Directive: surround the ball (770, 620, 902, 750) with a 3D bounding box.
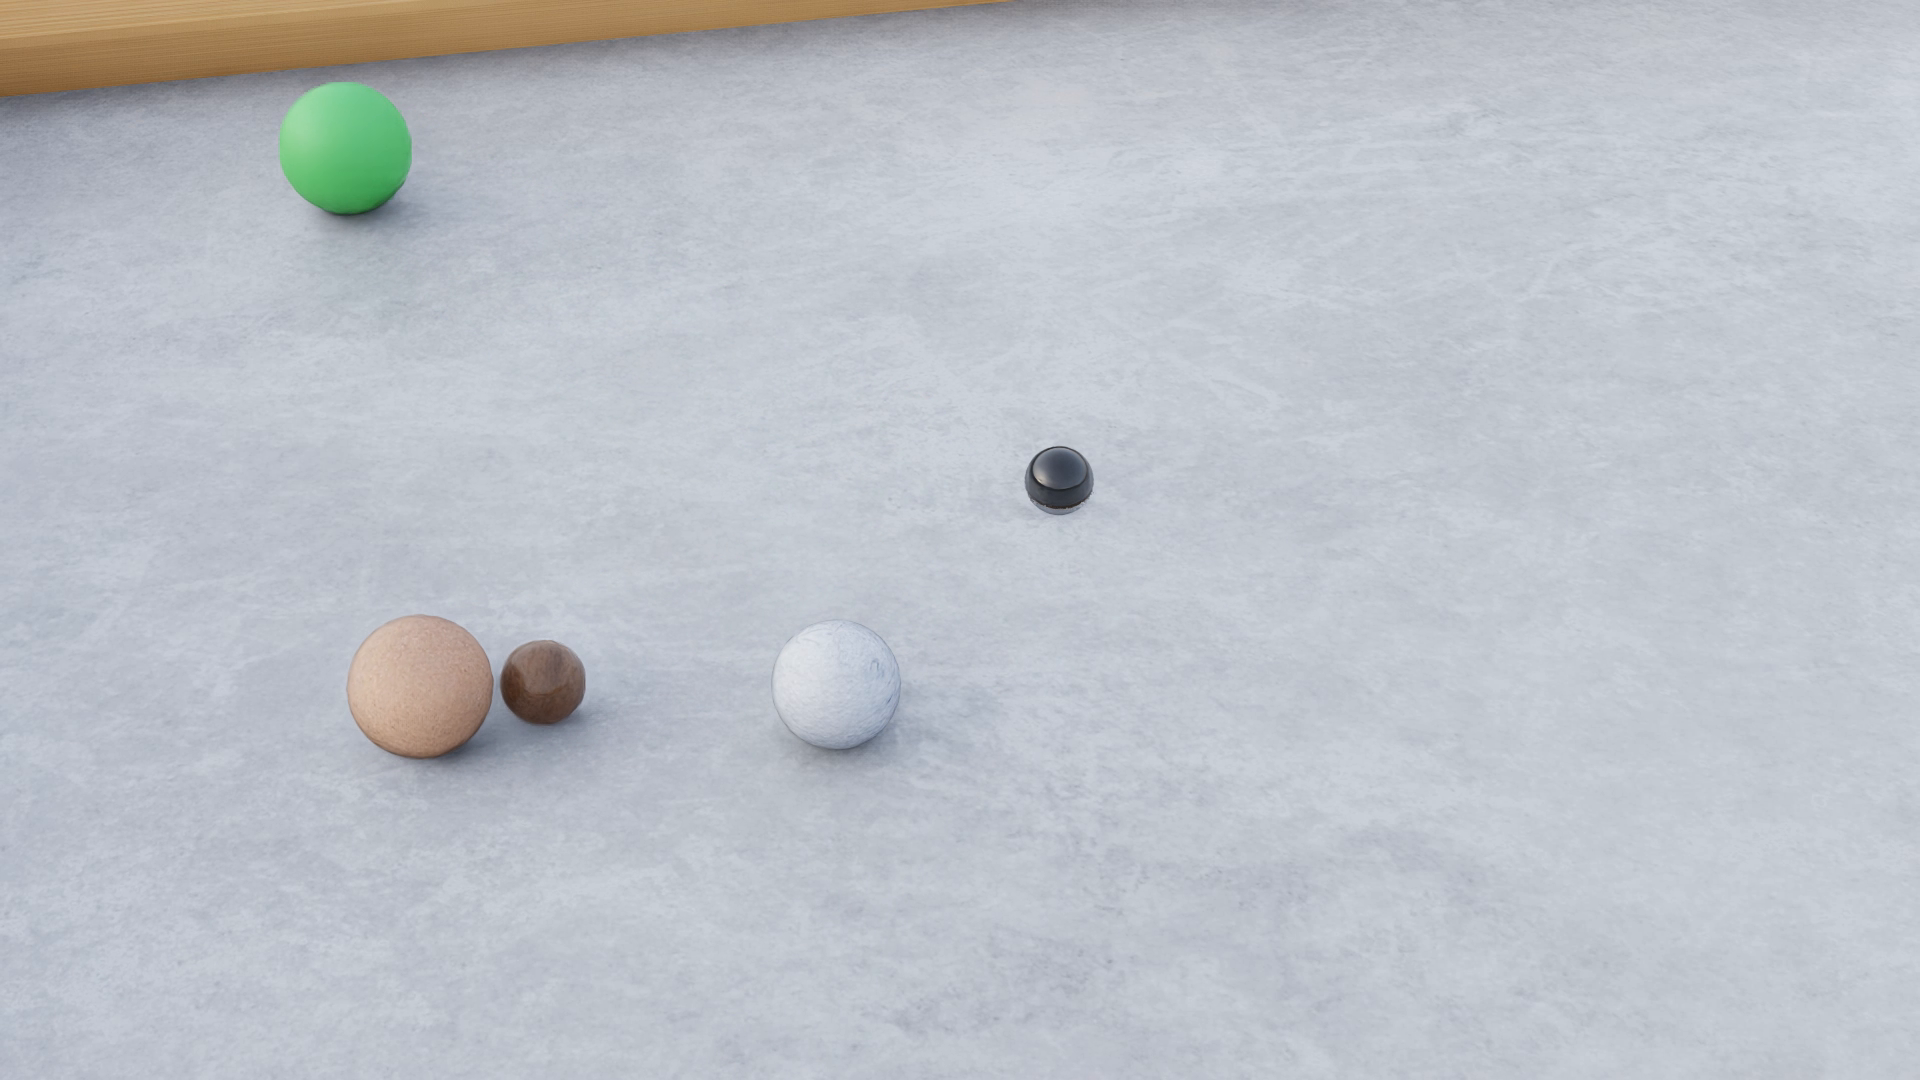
[{"bbox_3d":[-0.070,0.082,1.458,0.074,0.074,0.074,0,36,0],"label":"ball"}]

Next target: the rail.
[{"bbox_3d":[0.548,-0.590,2.335,2.990,0.129,0.045,-8,37,-10],"label":"rail"}]

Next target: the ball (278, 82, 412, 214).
[{"bbox_3d":[-0.469,-0.299,1.961,0.099,0.099,0.099,0,36,0],"label":"ball"}]

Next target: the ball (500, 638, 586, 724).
[{"bbox_3d":[-0.240,0.082,1.479,0.049,0.049,0.049,0,36,0],"label":"ball"}]

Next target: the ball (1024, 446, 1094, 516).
[{"bbox_3d":[0.064,-0.038,1.648,0.045,0.045,0.045,0,36,0],"label":"ball"}]

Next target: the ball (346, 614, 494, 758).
[{"bbox_3d":[-0.305,0.083,1.450,0.082,0.082,0.082,0,36,0],"label":"ball"}]
